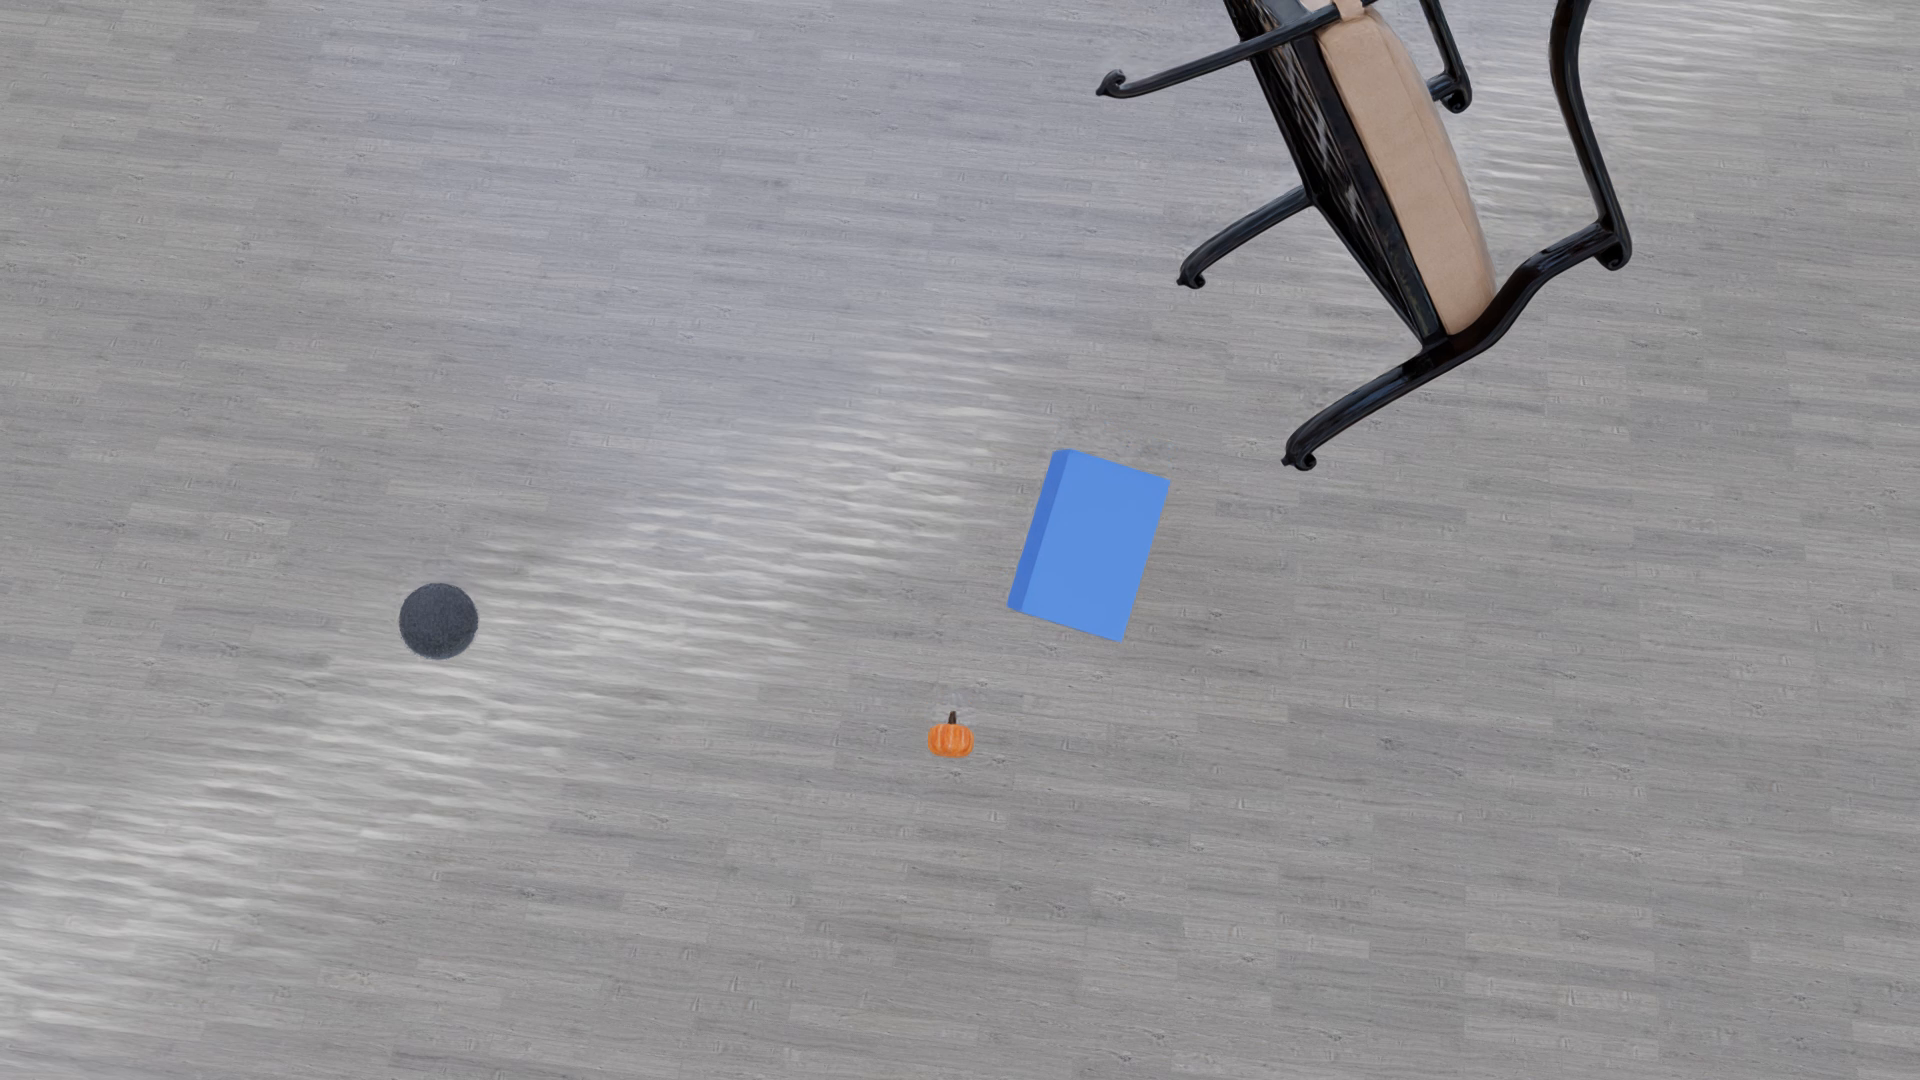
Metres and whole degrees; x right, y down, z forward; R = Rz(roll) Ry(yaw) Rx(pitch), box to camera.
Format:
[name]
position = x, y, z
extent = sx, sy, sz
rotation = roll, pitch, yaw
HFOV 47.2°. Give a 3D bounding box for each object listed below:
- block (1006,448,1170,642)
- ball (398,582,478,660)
[block]
position = 0.202, 0.007, 3.501
extent = 0.166, 0.158, 0.265
rotation = 17, 89, -7
[ball]
position = -0.878, 0.137, 3.702
extent = 0.131, 0.131, 0.131
rotation = 0, 56, 0
